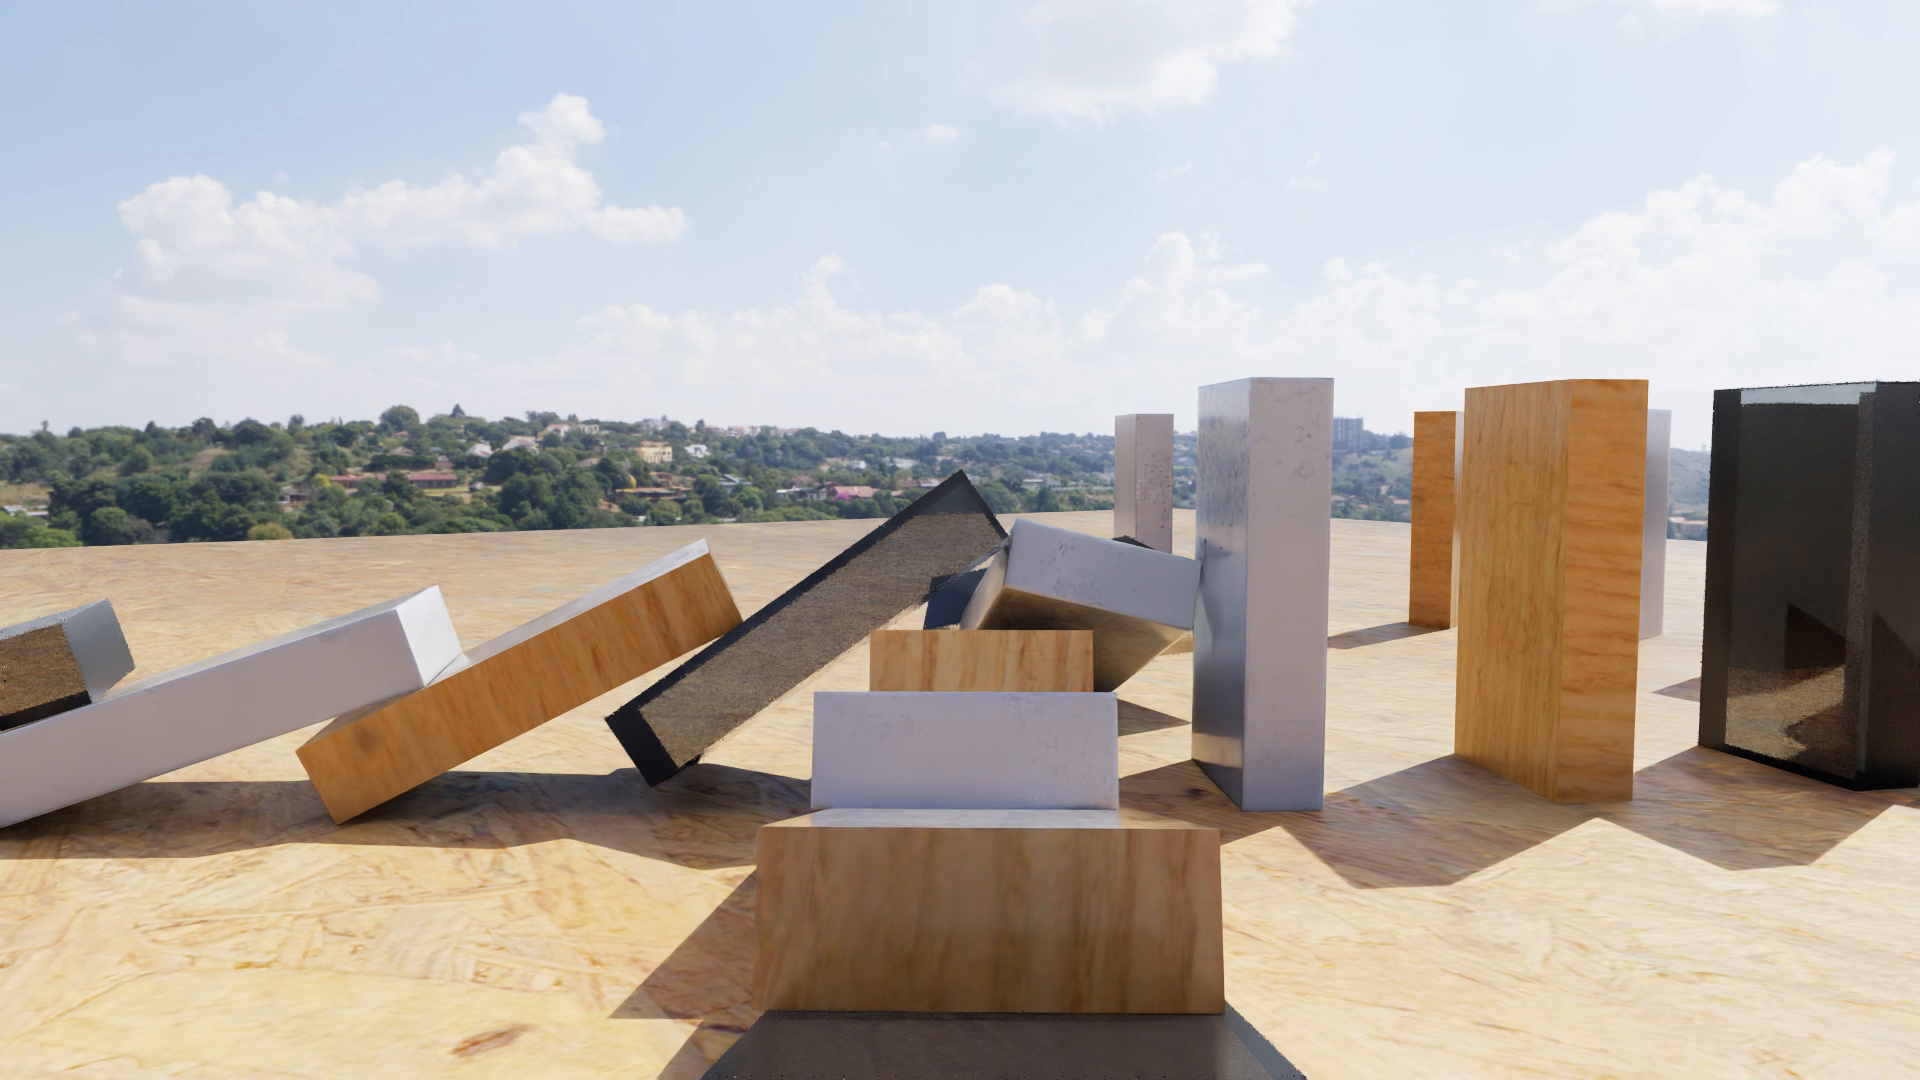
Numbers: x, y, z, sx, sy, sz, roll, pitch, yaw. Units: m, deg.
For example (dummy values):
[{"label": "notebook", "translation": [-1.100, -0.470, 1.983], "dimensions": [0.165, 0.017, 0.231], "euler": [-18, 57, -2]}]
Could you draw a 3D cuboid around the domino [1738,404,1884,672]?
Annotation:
[{"label": "domino", "translation": [0.164, -0.001, 0.248], "dimensions": [0.025, 0.050, 0.009], "euler": [-2, 5, -24]}]

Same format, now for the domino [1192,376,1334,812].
[{"label": "domino", "translation": [0.037, 0.006, 0.159], "dimensions": [0.010, 0.050, 0.025], "euler": [0, 4, -3]}]

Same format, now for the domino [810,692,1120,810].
[{"label": "domino", "translation": [0.001, 0.022, 0.129], "dimensions": [0.025, 0.009, 0.050], "euler": [0, -11, 1]}]

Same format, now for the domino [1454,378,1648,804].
[{"label": "domino", "translation": [0.074, 0.005, 0.163], "dimensions": [0.009, 0.050, 0.025], "euler": [0, 4, -6]}]

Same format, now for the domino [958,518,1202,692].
[{"label": "domino", "translation": [0.015, 0.012, 0.188], "dimensions": [0.025, 0.010, 0.050], "euler": [13, -19, -4]}]

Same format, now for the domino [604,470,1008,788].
[{"label": "domino", "translation": [-0.017, 0.011, 0.160], "dimensions": [0.050, 0.009, 0.025], "euler": [-35, -3, -2]}]

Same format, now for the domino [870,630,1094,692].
[{"label": "domino", "translation": [0.003, 0.019, 0.168], "dimensions": [0.025, 0.009, 0.050], "euler": [0, -10, 1]}]

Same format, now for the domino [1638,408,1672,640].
[{"label": "domino", "translation": [0.144, -0.003, 0.280], "dimensions": [0.025, 0.050, 0.009], "euler": [-4, 6, -40]}]

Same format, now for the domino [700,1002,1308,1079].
[{"label": "domino", "translation": [0.002, 0.027, 0.055], "dimensions": [0.025, 0.009, 0.050], "euler": [0, -11, 2]}]

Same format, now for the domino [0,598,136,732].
[{"label": "domino", "translation": [-0.125, 0.020, 0.144], "dimensions": [0.050, 0.009, 0.025], "euler": [-19, 11, -21]}]

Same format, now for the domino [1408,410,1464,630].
[{"label": "domino", "translation": [0.117, -0.005, 0.306], "dimensions": [0.009, 0.050, 0.025], "euler": [3, 5, 38]}]

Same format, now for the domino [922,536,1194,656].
[{"label": "domino", "translation": [0.019, 0.012, 0.215], "dimensions": [0.025, 0.009, 0.050], "euler": [24, -22, -31]}]

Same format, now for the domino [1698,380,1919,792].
[{"label": "domino", "translation": [0.112, 0.005, 0.169], "dimensions": [0.009, 0.050, 0.025], "euler": [-1, 4, -12]}]

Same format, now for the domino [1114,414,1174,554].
[{"label": "domino", "translation": [0.047, -0.007, 0.332], "dimensions": [0.009, 0.050, 0.025], "euler": [0, 4, -5]}]

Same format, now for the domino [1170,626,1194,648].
[{"label": "domino", "translation": [0.052, 0.017, 0.280], "dimensions": [0.050, 0.009, 0.025], "euler": [1, 4, 12]}]

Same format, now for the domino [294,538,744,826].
[{"label": "domino", "translation": [-0.052, 0.016, 0.159], "dimensions": [0.050, 0.009, 0.025], "euler": [-26, 9, -9]}]

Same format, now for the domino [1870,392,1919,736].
[{"label": "domino", "translation": [0.147, 0.004, 0.182], "dimensions": [0.010, 0.050, 0.025], "euler": [-3, 5, -33]}]

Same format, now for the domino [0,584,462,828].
[{"label": "domino", "translation": [-0.088, 0.019, 0.152], "dimensions": [0.050, 0.009, 0.025], "euler": [-19, 8, -10]}]

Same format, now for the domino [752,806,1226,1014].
[{"label": "domino", "translation": [0.002, 0.025, 0.093], "dimensions": [0.025, 0.010, 0.050], "euler": [0, -10, 1]}]
